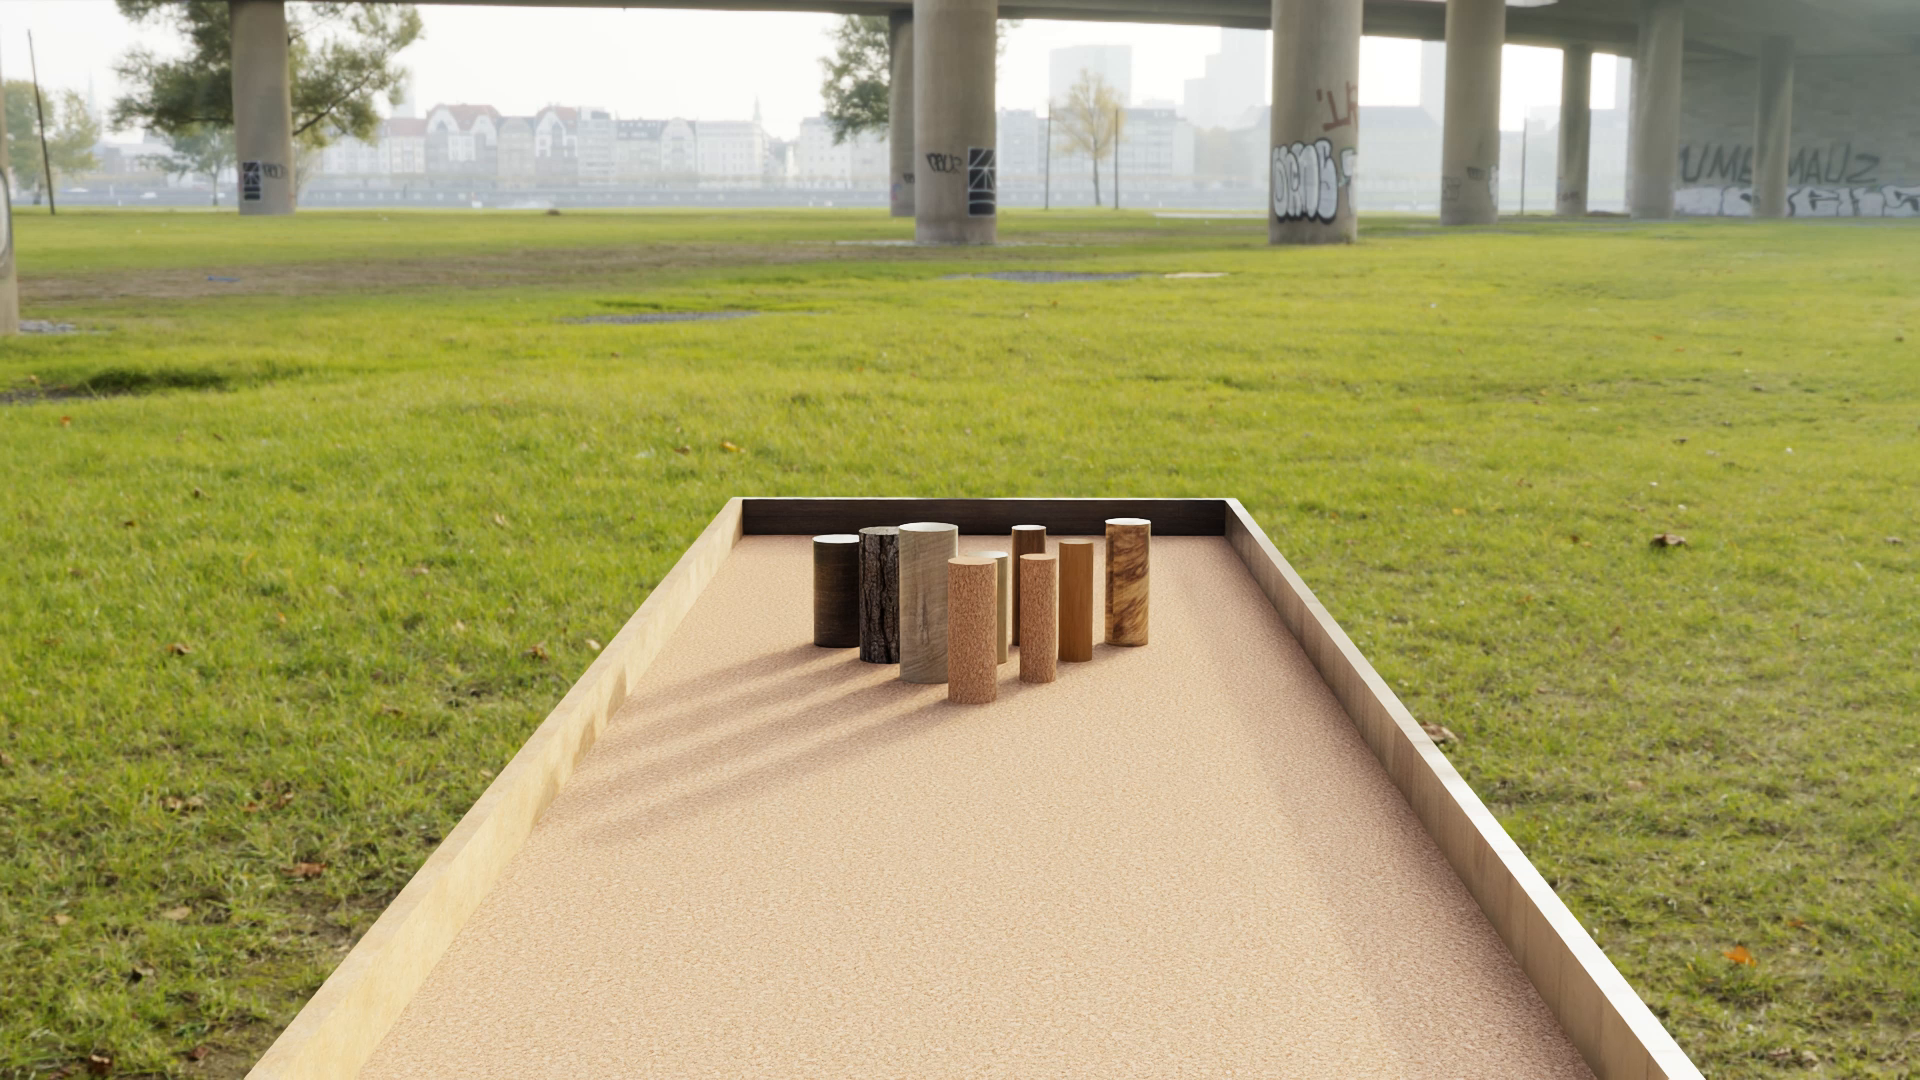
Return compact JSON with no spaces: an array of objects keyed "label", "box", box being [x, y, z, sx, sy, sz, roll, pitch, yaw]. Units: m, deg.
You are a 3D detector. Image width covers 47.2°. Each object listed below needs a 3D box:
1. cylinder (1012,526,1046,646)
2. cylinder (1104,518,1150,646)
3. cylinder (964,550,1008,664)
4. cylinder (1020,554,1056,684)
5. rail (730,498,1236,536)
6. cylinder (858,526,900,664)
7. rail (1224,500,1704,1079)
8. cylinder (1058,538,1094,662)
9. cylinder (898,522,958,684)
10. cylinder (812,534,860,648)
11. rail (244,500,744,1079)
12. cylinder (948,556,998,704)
[{"label":"cylinder","box":[0.216,0.144,6.914,0.106,0.371,0.106,0,9,0]},{"label":"cylinder","box":[0.527,0.133,6.932,0.141,0.387,0.141,0,9,0]},{"label":"cylinder","box":[0.080,0.205,6.665,0.132,0.328,0.132,0,9,0]},{"label":"cylinder","box":[0.228,0.228,6.408,0.107,0.364,0.107,0,9,0]},{"label":"rail","box":[0.099,-0.098,9.147,2.100,0.150,0.050,0,9,1]},{"label":"cylinder","box":[-0.226,0.167,6.694,0.162,0.396,0.162,0,9,0]},{"label":"rail","box":[1.046,0.843,3.208,0.050,0.150,12.000,0,9,1]},{"label":"cylinder","box":[0.352,0.184,6.691,0.104,0.363,0.104,0,9,0]},{"label":"cylinder","box":[-0.092,0.184,6.417,0.171,0.448,0.171,0,9,0]},{"label":"cylinder","box":[-0.378,0.161,6.929,0.171,0.334,0.171,0,9,0]},{"label":"rail","box":[-1.004,0.839,3.234,0.050,0.150,12.000,0,9,1]},{"label":"cylinder","box":[0.035,0.252,6.160,0.137,0.394,0.137,0,9,0]}]
